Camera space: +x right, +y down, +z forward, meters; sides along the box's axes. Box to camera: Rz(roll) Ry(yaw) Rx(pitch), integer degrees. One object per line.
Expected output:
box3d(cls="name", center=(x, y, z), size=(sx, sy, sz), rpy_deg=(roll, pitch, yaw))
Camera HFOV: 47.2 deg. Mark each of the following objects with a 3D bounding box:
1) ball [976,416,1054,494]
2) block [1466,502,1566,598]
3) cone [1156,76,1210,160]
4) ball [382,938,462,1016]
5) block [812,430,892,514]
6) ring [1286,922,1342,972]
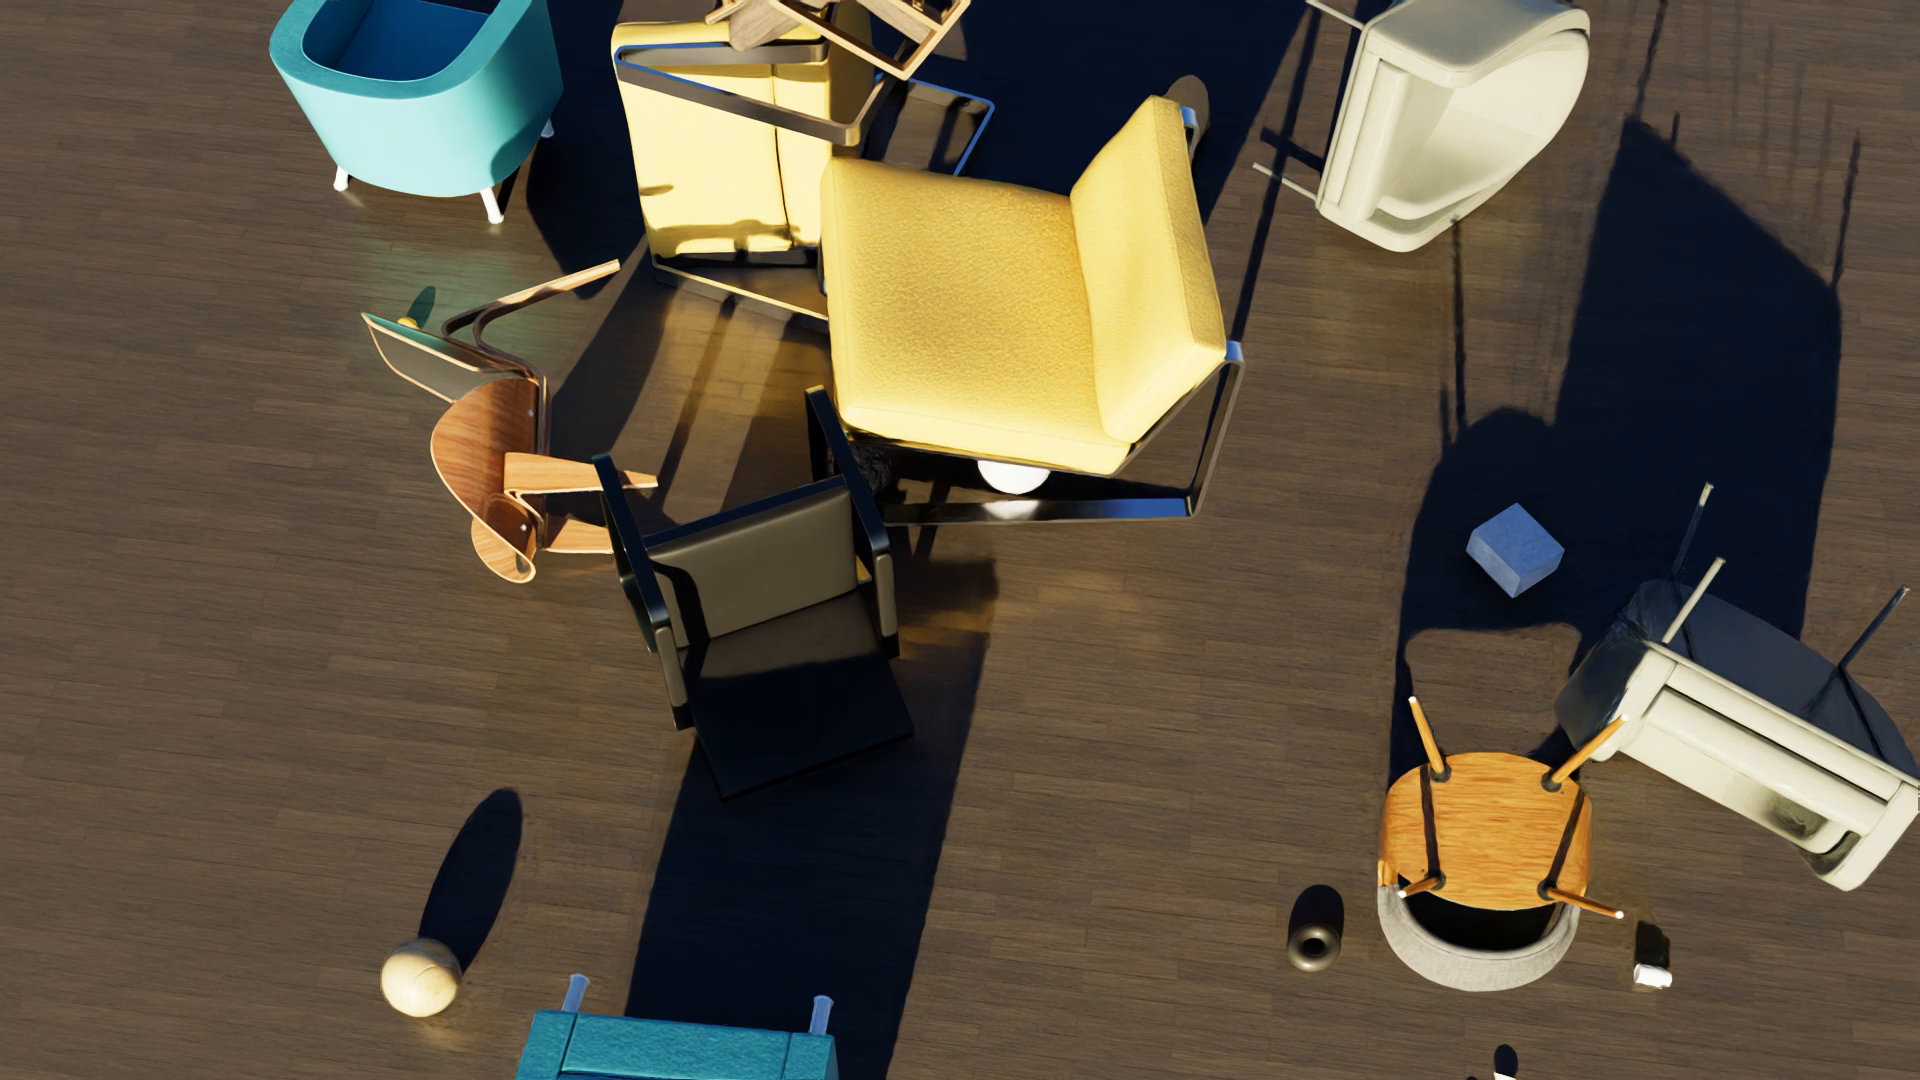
box3d(cls="ball", center=(0.167, -0.256, 6.604), size=(0.236, 0.236, 0.236), rpy_deg=(0, 56, 0))
box3d(cls="block", center=(1.637, 0.030, 6.488), size=(0.177, 0.110, 0.205), rpy_deg=(-30, 61, -19))
box3d(cls="cone", center=(0.802, -1.422, 7.465), size=(0.206, 0.285, 0.162), rpy_deg=(21, 12, 39))
box3d(cls="ball", center=(-1.393, 1.131, 5.693), size=(0.202, 0.202, 0.202), rpy_deg=(0, 56, 0))
box3d(cls="block", center=(-0.326, -0.204, 6.645), size=(0.163, 0.110, 0.174), rpy_deg=(35, 63, 21))
box3d(cls="ring", center=(0.936, 1.077, 5.821), size=(0.153, 0.051, 0.133), rpy_deg=(-25, 59, -17))
